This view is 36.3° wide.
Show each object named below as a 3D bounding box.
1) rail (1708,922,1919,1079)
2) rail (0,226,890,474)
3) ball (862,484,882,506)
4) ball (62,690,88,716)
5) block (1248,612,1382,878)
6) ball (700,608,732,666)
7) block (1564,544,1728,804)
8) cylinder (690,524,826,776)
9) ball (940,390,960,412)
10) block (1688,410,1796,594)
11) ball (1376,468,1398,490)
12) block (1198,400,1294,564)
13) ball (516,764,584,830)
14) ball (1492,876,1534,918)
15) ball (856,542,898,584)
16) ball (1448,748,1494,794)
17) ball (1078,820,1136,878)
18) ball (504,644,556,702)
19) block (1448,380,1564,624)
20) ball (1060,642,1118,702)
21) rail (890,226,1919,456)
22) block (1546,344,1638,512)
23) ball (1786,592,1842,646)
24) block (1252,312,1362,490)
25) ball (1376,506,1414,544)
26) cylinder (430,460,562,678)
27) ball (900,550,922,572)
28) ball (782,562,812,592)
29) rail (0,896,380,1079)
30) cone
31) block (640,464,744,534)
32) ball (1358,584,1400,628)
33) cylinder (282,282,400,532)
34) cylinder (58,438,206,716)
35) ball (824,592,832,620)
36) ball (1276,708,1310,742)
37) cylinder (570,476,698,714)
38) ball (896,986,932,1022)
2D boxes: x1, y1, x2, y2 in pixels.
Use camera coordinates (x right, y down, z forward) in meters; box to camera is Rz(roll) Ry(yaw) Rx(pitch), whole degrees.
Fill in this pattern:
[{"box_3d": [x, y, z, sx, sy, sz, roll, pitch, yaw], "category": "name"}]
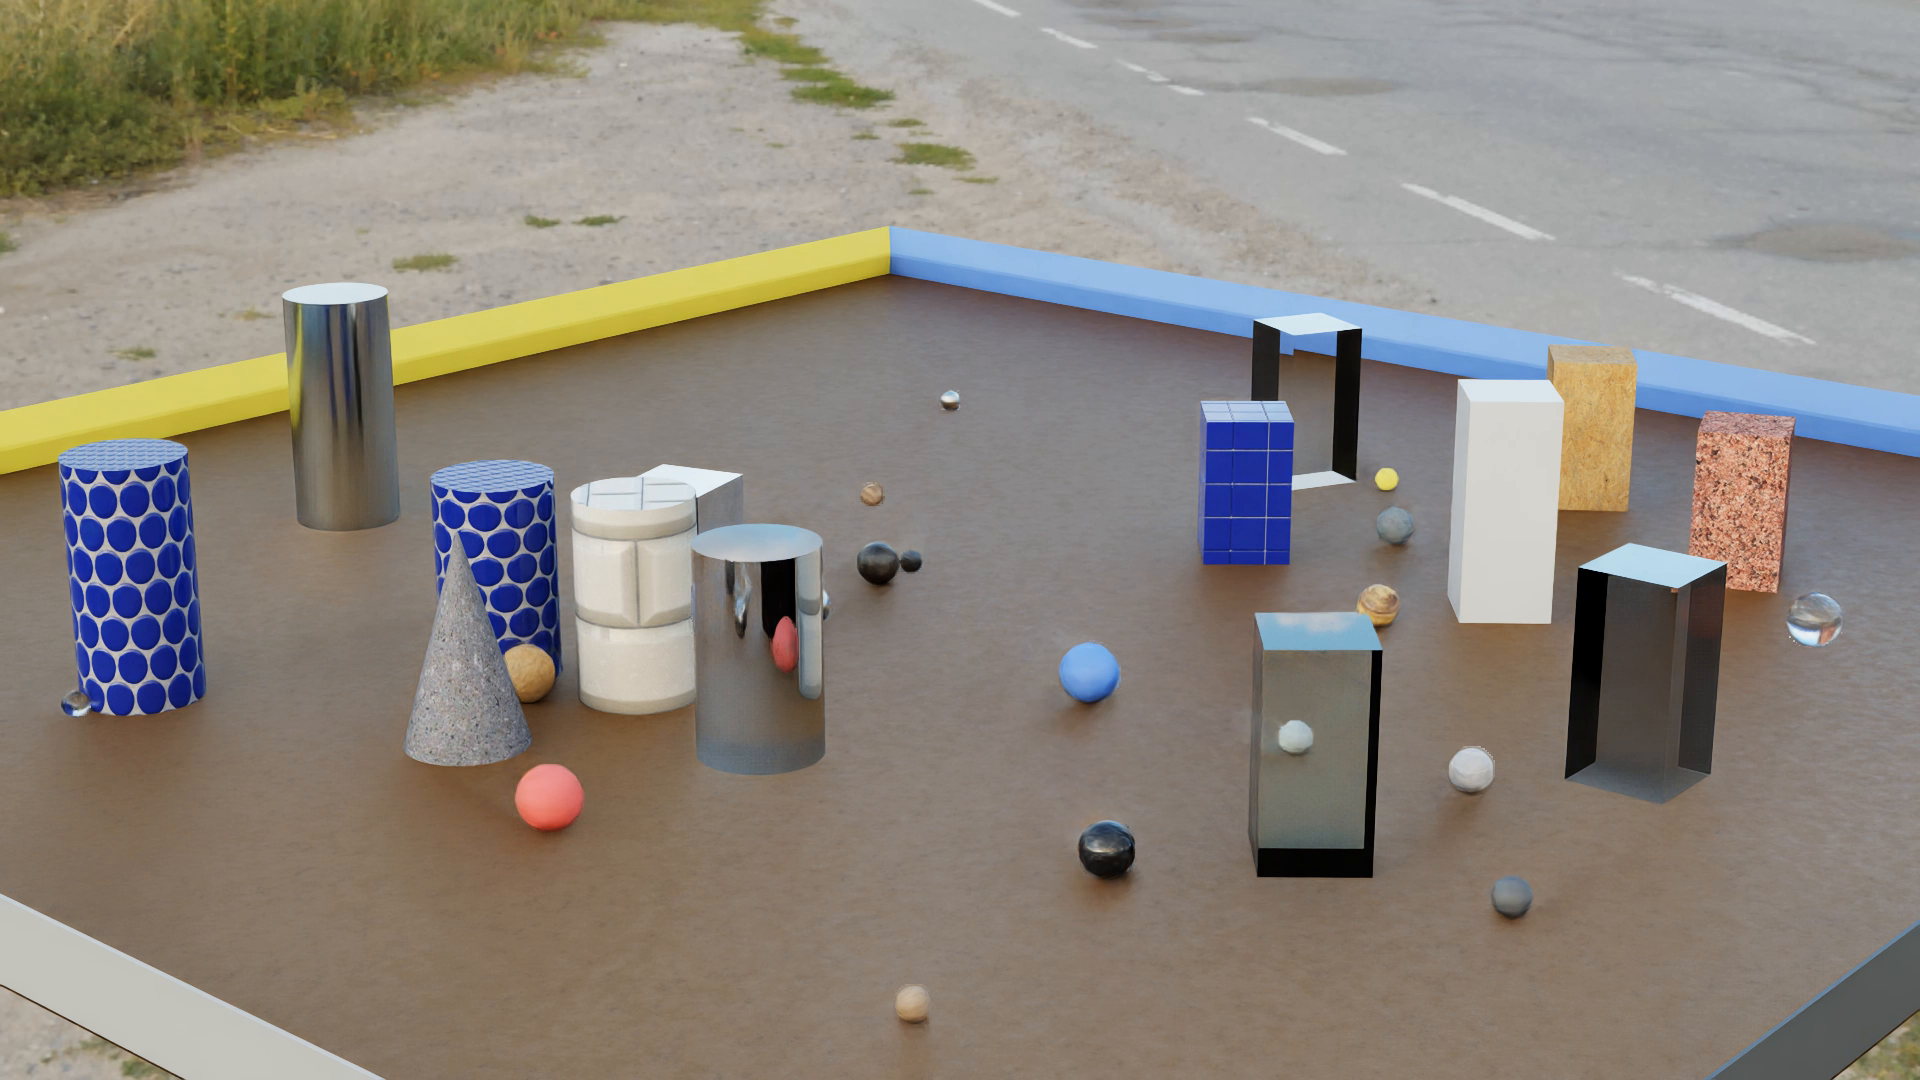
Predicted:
[{"box_3d": [1.464, 0.399, 3.903, 0.045, 0.126, 3.949, 14, 22, 39], "category": "rail"}, {"box_3d": [-1.464, -0.336, 6.338, 0.045, 0.126, 3.949, 14, 22, 39], "category": "rail"}, {"box_3d": [-0.170, -0.086, 5.658, 0.042, 0.042, 0.042, 0, 17, 0], "category": "ball"}, {"box_3d": [-1.369, 0.253, 4.538, 0.041, 0.041, 0.041, 0, 17, 0], "category": "ball"}, {"box_3d": [0.478, 0.277, 3.970, 0.155, 0.323, 0.155, 0, 17, 1], "category": "block"}, {"box_3d": [-0.415, 0.158, 4.759, 0.093, 0.093, 0.093, 0, 17, 0], "category": "ball"}, {"box_3d": [0.993, 0.192, 4.248, 0.155, 0.325, 0.155, 13, 21, 38], "category": "block"}, {"box_3d": [-0.298, 0.160, 4.347, 0.194, 0.328, 0.194, 0, 17, 0], "category": "cylinder"}, {"box_3d": [-0.021, -0.302, 6.372, 0.044, 0.044, 0.044, 0, 17, 0], "category": "ball"}, {"box_3d": [1.383, -0.069, 5.191, 0.155, 0.280, 0.155, 6, 18, 18], "category": "block"}, {"box_3d": [0.840, -0.120, 5.766, 0.044, 0.044, 0.044, 0, 17, 0], "category": "ball"}, {"box_3d": [0.518, -0.105, 5.335, 0.155, 0.265, 0.155, 0, 17, 0], "category": "block"}, {"box_3d": [-0.574, 0.359, 4.094, 0.094, 0.094, 0.094, 0, 17, 0], "category": "ball"}, {"box_3d": [0.718, 0.464, 3.815, 0.054, 0.054, 0.054, 0, 17, 0], "category": "ball"}, {"box_3d": [-0.146, 0.040, 5.183, 0.075, 0.075, 0.075, 0, 17, 0], "category": "ball"}, {"box_3d": [0.738, 0.333, 4.231, 0.065, 0.065, 0.065, 0, 17, 0], "category": "ball"}, {"box_3d": [0.197, 0.415, 3.935, 0.078, 0.078, 0.078, 0, 17, 0], "category": "ball"}, {"box_3d": [-0.680, 0.209, 4.595, 0.092, 0.092, 0.092, 0, 17, 0], "category": "ball"}, {"box_3d": [0.927, -0.066, 4.996, 0.155, 0.387, 0.155, 0, 17, 2], "category": "block"}, {"box_3d": [0.203, 0.208, 4.596, 0.093, 0.093, 0.093, 0, 17, 0], "category": "ball"}, {"box_3d": [1.279, -0.394, 6.530, 3.926, 0.126, 0.045, 14, 22, 39], "category": "rail"}, {"box_3d": [1.213, -0.218, 5.668, 0.155, 0.289, 0.155, 2, 17, 7], "category": "block"}, {"box_3d": [1.415, 0.132, 4.854, 0.090, 0.090, 0.090, 0, 17, 0], "category": "ball"}, {"box_3d": [0.685, -0.276, 5.821, 0.155, 0.313, 0.155, -8, 18, -24], "category": "block"}, {"box_3d": [0.803, -0.026, 5.414, 0.069, 0.069, 0.069, 0, 17, 0], "category": "ball"}, {"box_3d": [-0.740, 0.056, 4.688, 0.194, 0.330, 0.194, 0, 17, 0], "category": "cylinder"}, {"box_3d": [-0.088, 0.039, 5.248, 0.040, 0.040, 0.040, 0, 17, 0], "category": "ball"}, {"box_3d": [-0.286, 0.065, 5.143, 0.050, 0.050, 0.050, 0, 17, 0], "category": "ball"}, {"box_3d": [-1.279, 0.457, 3.710, 3.926, 0.126, 0.045, 14, 22, 39], "category": "rail"}, {"box_3d": [-0.744, 0.145, 4.381, 0.194, 0.338, 0.194, 0, 17, 0], "category": "cone"}, {"box_3d": [-0.469, 0.020, 4.949, 0.155, 0.250, 0.155, 8, 18, 24], "category": "block"}, {"box_3d": [0.707, 0.111, 4.953, 0.072, 0.072, 0.072, 0, 17, 0], "category": "ball"}, {"box_3d": [-1.165, -0.252, 5.529, 0.194, 0.434, 0.194, 0, 17, 0], "category": "cylinder"}, {"box_3d": [-1.291, 0.056, 4.580, 0.194, 0.393, 0.194, 0, 17, 0], "category": "cylinder"}, {"box_3d": [-0.250, 0.112, 4.962, 0.065, 0.065, 0.065, 0, 17, 0], "category": "ball"}, {"box_3d": [0.503, 0.279, 4.432, 0.051, 0.051, 0.051, 0, 17, 0], "category": "ball"}, {"box_3d": [-0.506, 0.085, 4.592, 0.194, 0.330, 0.194, 0, 17, 0], "category": "cylinder"}, {"box_3d": [-0.055, 0.558, 3.522, 0.044, 0.044, 0.044, 0, 17, 0], "category": "ball"}]
